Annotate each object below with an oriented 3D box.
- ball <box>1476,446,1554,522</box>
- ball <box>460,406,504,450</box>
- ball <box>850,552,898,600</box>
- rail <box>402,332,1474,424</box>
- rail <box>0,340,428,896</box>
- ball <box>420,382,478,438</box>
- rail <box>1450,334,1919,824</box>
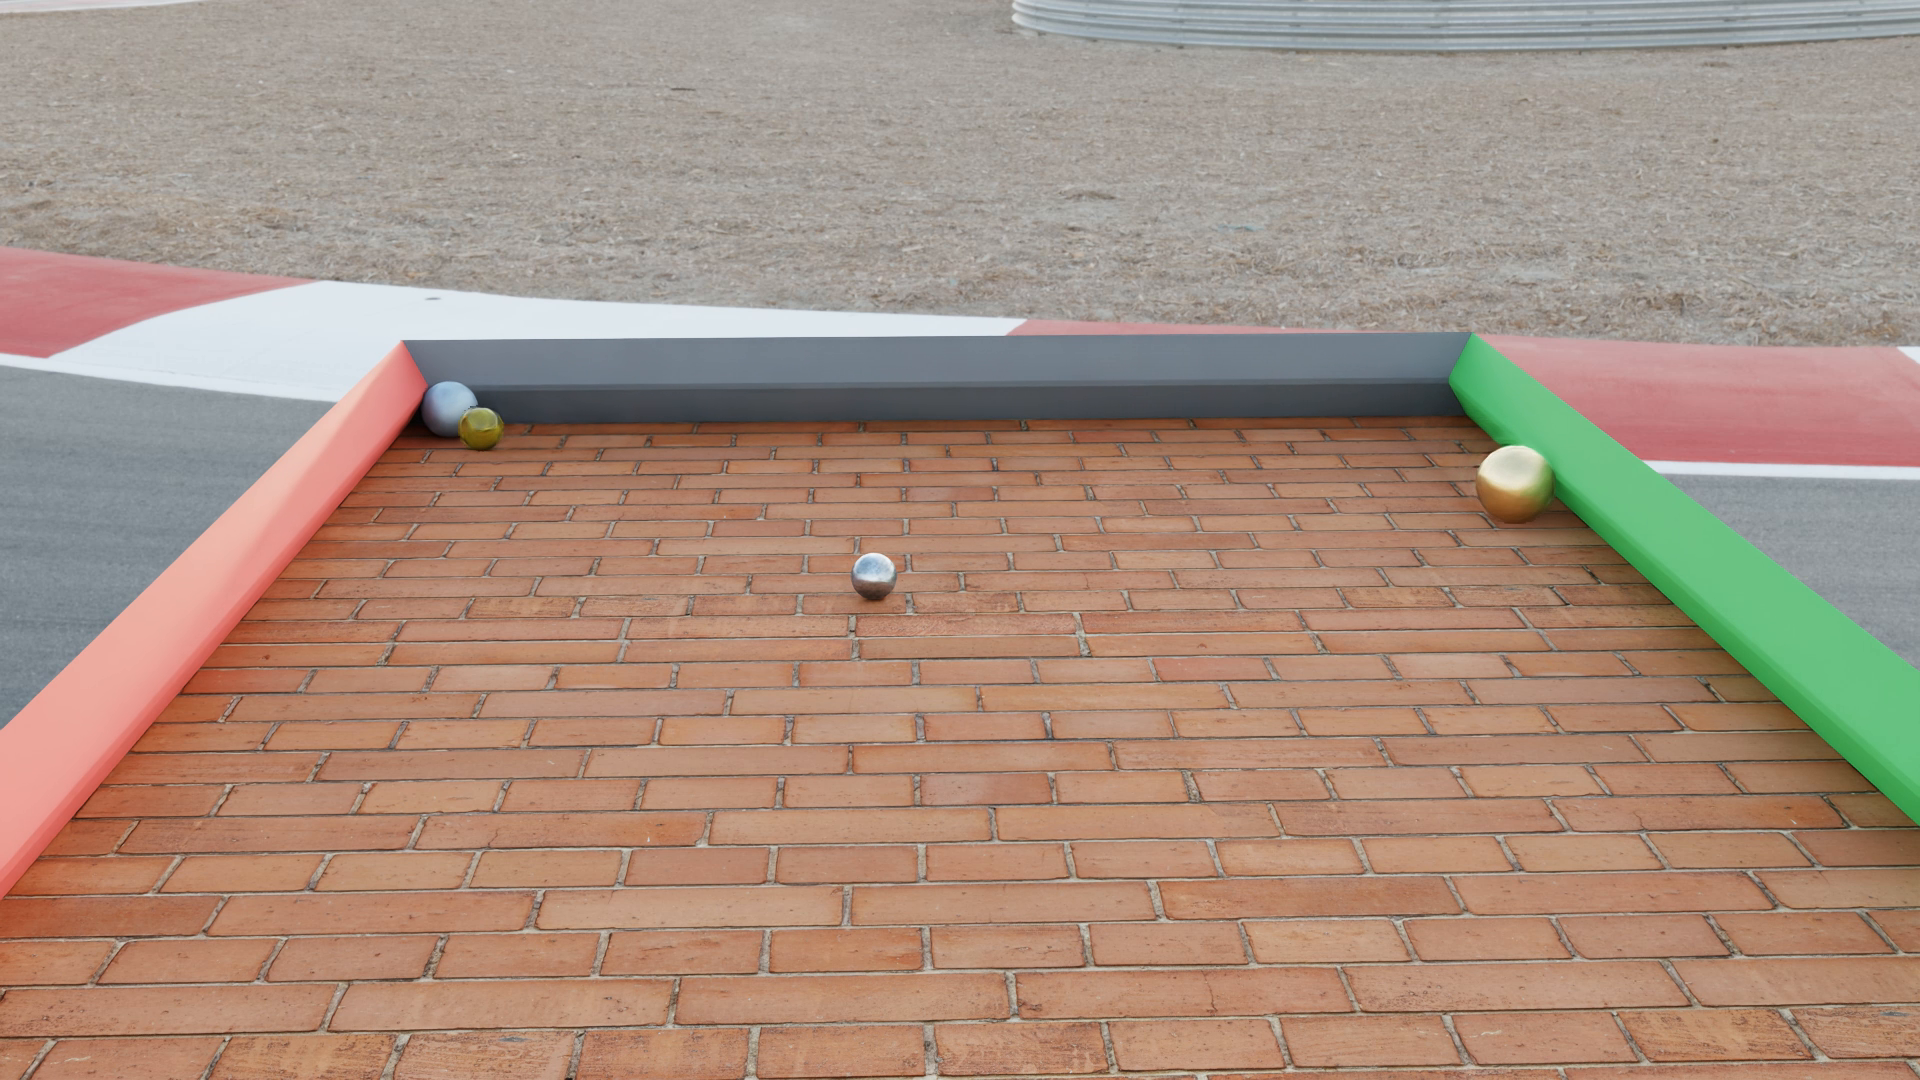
[{"bbox_3d":[0.711,-0.072,2.820,0.099,0.099,0.099,0,17,0],"label":"ball"},{"bbox_3d":[-0.691,-0.161,3.177,0.063,0.063,0.063,0,17,0],"label":"ball"},{"bbox_3d":[-0.099,0.042,2.519,0.054,0.054,0.054,0,17,0],"label":"ball"},{"bbox_3d":[-0.027,-0.240,3.322,1.624,0.128,0.045,-1,17,-2],"label":"rail"},{"bbox_3d":[-0.760,0.194,1.879,0.045,0.128,3.004,-1,17,-2],"label":"rail"},{"bbox_3d":[-0.753,-0.193,3.246,0.083,0.083,0.083,0,17,0],"label":"ball"},{"bbox_3d":[0.815,0.177,1.935,0.045,0.128,3.004,-1,17,-2],"label":"rail"}]
